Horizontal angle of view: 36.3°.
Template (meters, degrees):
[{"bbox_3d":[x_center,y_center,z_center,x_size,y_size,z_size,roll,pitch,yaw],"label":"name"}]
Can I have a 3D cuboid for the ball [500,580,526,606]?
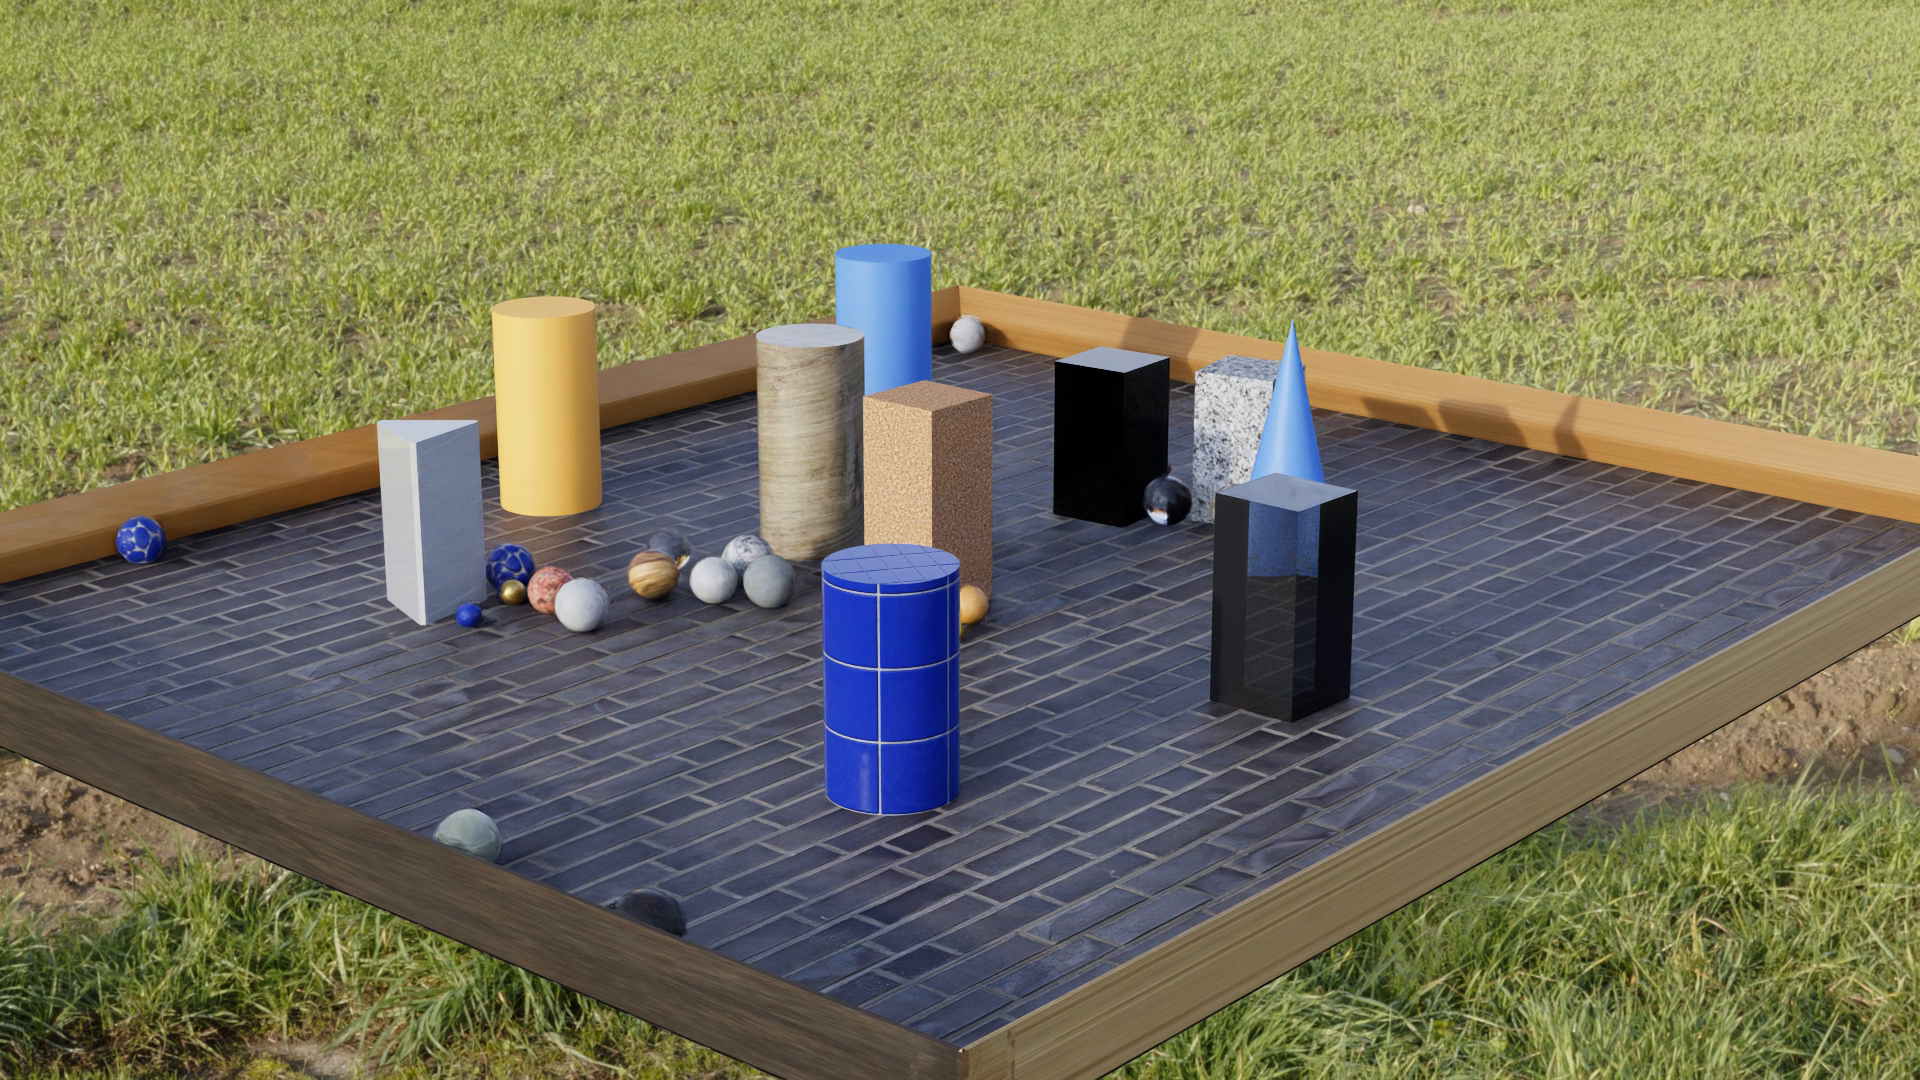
[{"bbox_3d":[-0.774,0.091,5.070,0.046,0.046,0.046,0,17,0],"label":"ball"}]

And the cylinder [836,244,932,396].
[{"bbox_3d":[-0.156,-0.386,6.018,0.196,0.411,0.196,0,17,0],"label":"cylinder"}]

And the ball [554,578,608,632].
[{"bbox_3d":[-0.636,0.109,4.931,0.091,0.091,0.091,0,17,0],"label":"ball"}]

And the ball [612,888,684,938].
[{"bbox_3d":[-0.393,0.485,3.674,0.097,0.097,0.097,0,17,0],"label":"ball"}]

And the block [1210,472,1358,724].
[{"bbox_3d":[0.504,0.088,4.572,0.157,0.339,0.157,15,22,40],"label":"block"}]

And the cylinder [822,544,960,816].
[{"bbox_3d":[-0.098,0.198,4.200,0.196,0.343,0.196,0,17,0],"label":"cylinder"}]

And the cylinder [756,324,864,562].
[{"bbox_3d":[-0.271,-0.180,5.360,0.196,0.397,0.196,0,17,0],"label":"cylinder"}]

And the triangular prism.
[{"bbox_3d":[-0.932,-0.040,5.030,0.147,0.320,0.170,10,19,29],"label":"triangular prism"}]

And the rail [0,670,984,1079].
[{"bbox_3d":[-0.980,0.358,4.039,2.645,0.127,0.045,14,22,39],"label":"rail"}]

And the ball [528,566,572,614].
[{"bbox_3d":[-0.699,0.087,5.019,0.083,0.083,0.083,0,17,0],"label":"ball"}]

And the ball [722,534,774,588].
[{"bbox_3d":[-0.373,0.038,5.160,0.095,0.095,0.095,0,17,0],"label":"ball"}]

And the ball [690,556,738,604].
[{"bbox_3d":[-0.427,0.070,5.077,0.082,0.082,0.082,0,17,0],"label":"ball"}]

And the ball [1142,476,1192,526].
[{"bbox_3d":[0.391,-0.074,5.533,0.094,0.094,0.094,0,17,0],"label":"ball"}]

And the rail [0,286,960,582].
[{"bbox_3d":[-0.981,-0.214,5.935,0.045,0.127,3.038,14,22,39],"label":"rail"}]

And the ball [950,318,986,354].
[{"bbox_3d":[0.018,-0.481,6.900,0.084,0.084,0.084,0,17,0],"label":"ball"}]

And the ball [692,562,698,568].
[{"bbox_3d":[-0.446,0.061,5.154,0.054,0.054,0.054,0,17,0],"label":"ball"}]

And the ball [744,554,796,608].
[{"bbox_3d":[-0.327,0.071,5.055,0.092,0.092,0.092,0,17,0],"label":"ball"}]

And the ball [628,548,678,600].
[{"bbox_3d":[-0.533,0.059,5.103,0.087,0.087,0.087,0,17,0],"label":"ball"}]

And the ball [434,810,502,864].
[{"bbox_3d":[-0.662,0.407,3.946,0.089,0.089,0.089,0,17,0],"label":"ball"}]

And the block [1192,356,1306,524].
[{"bbox_3d":[0.548,-0.185,5.562,0.157,0.290,0.157,9,19,28],"label":"block"}]

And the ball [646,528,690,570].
[{"bbox_3d":[-0.522,0.019,5.249,0.079,0.079,0.079,0,17,0],"label":"ball"}]

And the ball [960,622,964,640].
[{"bbox_3d":[-0.017,0.151,4.870,0.047,0.047,0.047,0,17,0],"label":"ball"}]

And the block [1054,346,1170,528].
[{"bbox_3d":[0.288,-0.198,5.587,0.157,0.300,0.157,12,21,35],"label":"block"}]

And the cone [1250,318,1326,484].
[{"bbox_3d":[0.596,-0.188,5.313,0.196,0.438,0.196,0,17,0],"label":"cone"}]

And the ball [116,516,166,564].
[{"bbox_3d":[-1.480,0.000,5.299,0.087,0.087,0.087,0,17,0],"label":"ball"}]

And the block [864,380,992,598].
[{"bbox_3d":[-0.055,-0.072,5.058,0.157,0.365,0.157,14,22,39],"label":"block"}]

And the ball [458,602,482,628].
[{"bbox_3d":[-0.828,0.127,4.956,0.042,0.042,0.042,0,17,0],"label":"ball"}]

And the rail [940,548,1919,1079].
[{"bbox_3d":[0.981,0.278,4.305,0.045,0.127,3.038,14,22,39],"label":"rail"}]

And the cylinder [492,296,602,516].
[{"bbox_3d":[-0.793,-0.259,5.639,0.196,0.386,0.196,0,17,0],"label":"cylinder"}]

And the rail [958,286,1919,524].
[{"bbox_3d":[0.980,-0.294,6.201,2.645,0.127,0.045,14,22,39],"label":"rail"}]

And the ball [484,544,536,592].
[{"bbox_3d":[-0.787,0.050,5.131,0.088,0.088,0.088,0,17,0],"label":"ball"}]

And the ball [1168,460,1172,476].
[{"bbox_3d":[0.389,-0.143,5.821,0.061,0.061,0.061,0,17,0],"label":"ball"}]

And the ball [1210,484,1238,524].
[{"bbox_3d":[0.514,-0.057,5.468,0.098,0.098,0.098,0,17,0],"label":"ball"}]

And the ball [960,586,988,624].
[{"bbox_3d":[0.015,0.110,4.970,0.066,0.066,0.066,0,17,0],"label":"ball"}]
